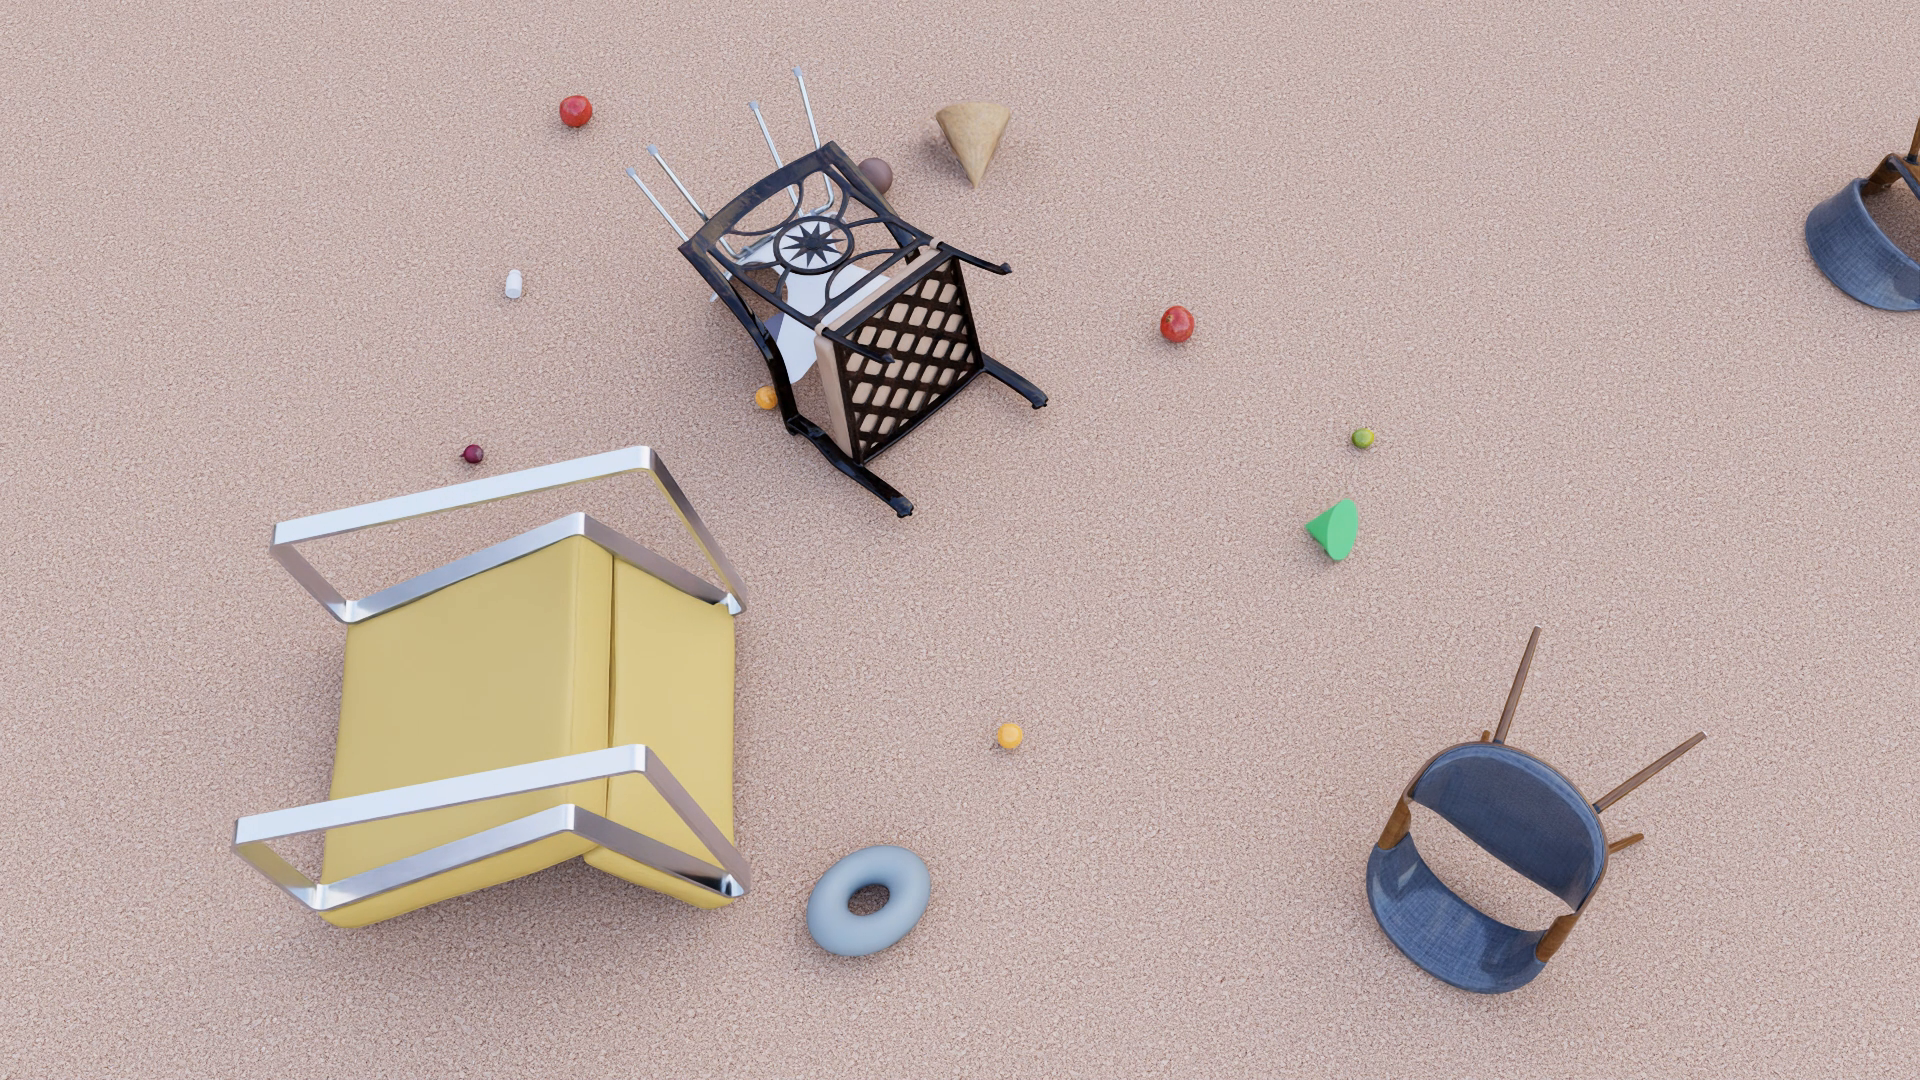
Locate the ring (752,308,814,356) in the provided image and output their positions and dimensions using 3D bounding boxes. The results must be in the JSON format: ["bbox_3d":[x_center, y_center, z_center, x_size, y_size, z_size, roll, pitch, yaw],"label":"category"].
[{"bbox_3d":[-0.556,-0.658,6.949,0.223,0.115,0.095,-32,73,-31],"label":"ring"}]

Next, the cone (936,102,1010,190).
[{"bbox_3d":[0.047,-1.301,7.382,0.256,0.234,0.263,-1,80,-1],"label":"cone"}]

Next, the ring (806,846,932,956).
[{"bbox_3d":[-0.243,0.959,5.859,0.362,0.120,0.275,-33,61,-19],"label":"ring"}]

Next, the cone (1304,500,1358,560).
[{"bbox_3d":[1.083,-0.038,6.558,0.136,0.156,0.187,7,70,43],"label":"cone"}]
